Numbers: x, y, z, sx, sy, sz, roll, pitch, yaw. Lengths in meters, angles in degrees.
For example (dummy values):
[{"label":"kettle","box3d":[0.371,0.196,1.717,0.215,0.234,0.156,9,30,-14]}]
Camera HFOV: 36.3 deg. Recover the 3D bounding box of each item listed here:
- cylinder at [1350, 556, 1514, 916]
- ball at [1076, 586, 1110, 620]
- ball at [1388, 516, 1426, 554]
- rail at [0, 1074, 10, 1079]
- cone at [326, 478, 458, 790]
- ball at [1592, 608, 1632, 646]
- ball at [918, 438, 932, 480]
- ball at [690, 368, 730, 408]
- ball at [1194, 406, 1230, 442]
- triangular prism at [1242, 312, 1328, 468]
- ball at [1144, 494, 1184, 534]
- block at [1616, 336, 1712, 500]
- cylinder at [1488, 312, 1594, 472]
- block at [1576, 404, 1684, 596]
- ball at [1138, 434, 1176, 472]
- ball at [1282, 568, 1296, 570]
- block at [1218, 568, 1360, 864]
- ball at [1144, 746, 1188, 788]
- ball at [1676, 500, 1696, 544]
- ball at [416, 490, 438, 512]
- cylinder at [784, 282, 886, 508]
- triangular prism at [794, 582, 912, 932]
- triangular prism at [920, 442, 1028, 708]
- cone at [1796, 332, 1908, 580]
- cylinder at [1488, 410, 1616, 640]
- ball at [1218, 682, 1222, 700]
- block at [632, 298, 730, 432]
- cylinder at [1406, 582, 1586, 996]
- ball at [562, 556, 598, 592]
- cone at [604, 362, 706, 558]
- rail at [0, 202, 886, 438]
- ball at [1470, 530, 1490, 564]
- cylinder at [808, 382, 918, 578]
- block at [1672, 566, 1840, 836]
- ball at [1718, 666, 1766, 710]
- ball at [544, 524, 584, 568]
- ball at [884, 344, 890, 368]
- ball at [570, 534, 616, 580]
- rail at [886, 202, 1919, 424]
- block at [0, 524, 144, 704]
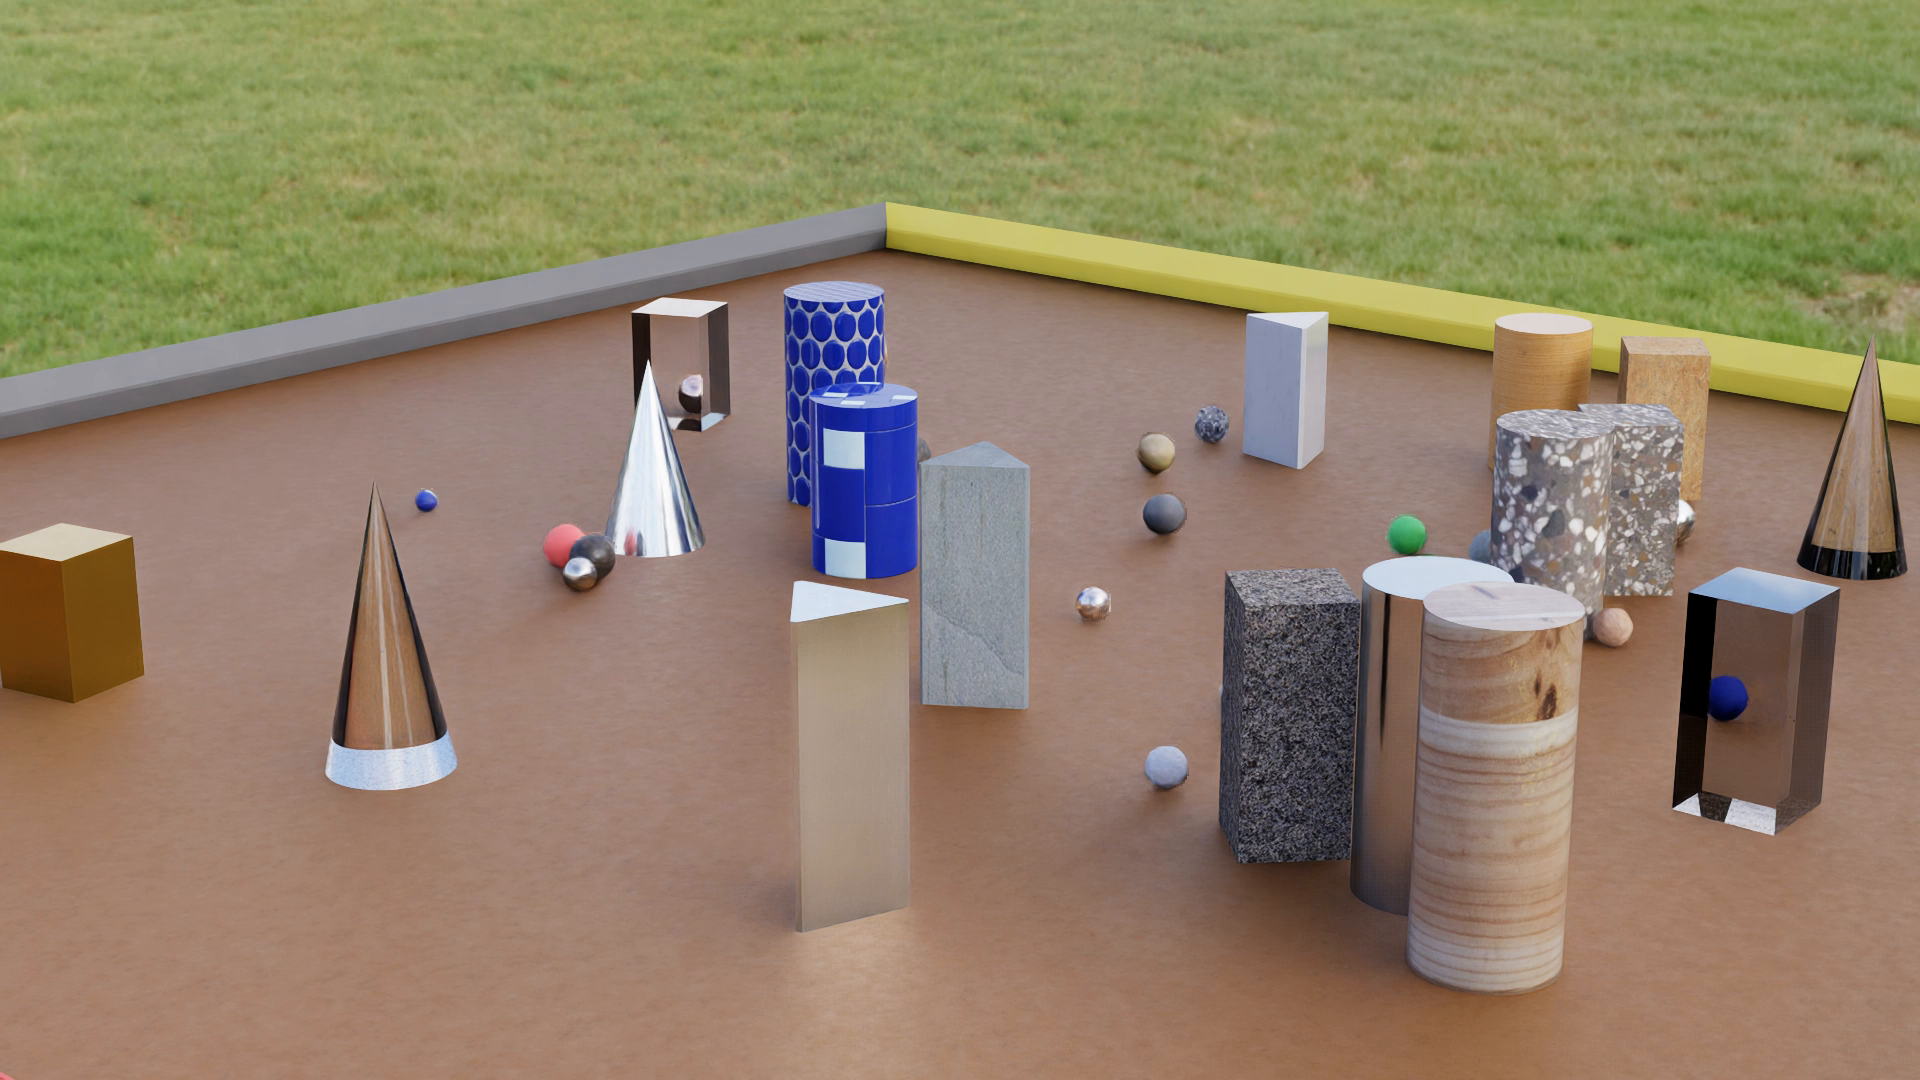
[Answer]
[{"label":"cylinder","box3d":[0.617,0.257,3.844,0.193,0.433,0.193,0,17,0]},{"label":"ball","box3d":[0.227,0.108,4.990,0.057,0.057,0.057,0,17,0]},{"label":"ball","box3d":[0.816,-0.009,5.353,0.070,0.070,0.070,0,17,0]},{"label":"rail","box3d":[-1.448,0.513,3.524,4.420,0.126,0.045,14,22,39]},{"label":"cone","box3d":[-0.841,0.121,4.273,0.193,0.445,0.193,0,17,0]},{"label":"ball","box3d":[1.081,0.144,4.857,0.064,0.064,0.064,0,17,0]},{"label":"ball","box3d":[-0.104,-0.161,5.812,0.097,0.097,0.097,0,17,0]},{"label":"ball","box3d":[-0.547,-0.333,6.402,0.085,0.085,0.085,0,17,0]},{"label":"ball","box3d":[0.526,-0.243,6.121,0.074,0.074,0.074,0,17,0]},{"label":"triangular prism","box3d":[0.692,-0.314,5.983,0.145,0.290,0.167,-13,21,-36]},{"label":"ball","box3d":[0.380,-0.048,5.472,0.077,0.077,0.077,0,17,0]},{"label":"block","box3d":[1.372,-0.240,5.742,0.155,0.288,0.155,2,17,7]},{"label":"cylinder","box3d":[1.164,-0.289,5.885,0.193,0.299,0.193,0,17,0]},{"label":"block","box3d":[1.168,-0.072,5.154,0.155,0.306,0.155,0,17,1]},{"label":"ball","box3d":[0.395,-0.175,5.892,0.077,0.077,0.077,0,17,0]},{"label":"ball","box3d":[0.576,0.070,5.136,0.045,0.045,0.045,0,17,0]},{"label":"block","box3d":[0.448,0.239,4.015,0.155,0.368,0.155,-1,17,-5]},{"label":"ball","box3d":[0.299,0.329,4.249,0.062,0.062,0.062,0,17,0]},{"label":"ball","box3d":[1.315,-0.036,5.415,0.086,0.086,0.086,0,17,0]},{"label":"ball","box3d":[-1.023,-0.075,5.622,0.041,0.041,0.041,0,17,0]},{"label":"cylinder","box3d":[-0.241,-0.282,5.676,0.193,0.406,0.193,0,17,0]},{"label":"triangular prism","box3d":[-0.173,0.273,3.812,0.167,0.421,0.145,-10,19,-30]},{"label":"triangular prism","box3d":[0.031,0.052,4.598,0.167,0.390,0.145,2,17,7]},{"label":"cone","box3d":[1.613,-0.162,5.239,0.193,0.430,0.193,0,17,0]},{"label":"cylinder","box3d":[0.988,-0.024,4.915,0.193,0.353,0.193,0,17,0]},{"label":"ball","box3d":[0.433,0.236,4.558,0.061,0.061,0.061,0,17,0]},{"label":"block","box3d":[-0.595,-0.376,6.263,0.155,0.247,0.155,6,18,18]},{"label":"cylinder","box3d":[0.659,0.305,3.618,0.193,0.472,0.193,0,17,0]},{"label":"ball","box3d":[-0.666,0.060,5.138,0.061,0.061,0.061,0,17,0]},{"label":"cone","box3d":[-0.567,-0.163,5.384,0.193,0.347,0.193,0,17,0]},{"label":"rail","box3d":[-1.651,-0.383,6.493,0.045,0.126,4.465,14,22,39]},{"label":"ball","box3d":[0.950,0.023,5.223,0.086,0.086,0.086,0,17,0]},{"label":"cylinder","box3d":[-0.172,-0.108,5.263,0.193,0.313,0.193,0,17,0]},{"label":"block","box3d":[1.123,0.225,4.138,0.155,0.325,0.155,13,21,38]},{"label":"ball","box3d":[1.217,0.230,4.563,0.070,0.070,0.070,0,17,0]},{"label":"ball","box3d":[-0.708,0.012,5.267,0.080,0.080,0.080,0,17,0]},{"label":"ball","box3d":[-0.206,-0.419,6.680,0.090,0.090,0.090,0,17,0]},{"label":"ball","box3d":[-0.652,0.031,5.201,0.082,0.082,0.082,0,17,0]},{"label":"rail","box3d":[1.448,-0.450,6.717,4.420,0.126,0.045,14,22,39]},{"label":"block","box3d":[-1.419,0.114,4.663,0.155,0.233,0.155,9,19,28]}]
